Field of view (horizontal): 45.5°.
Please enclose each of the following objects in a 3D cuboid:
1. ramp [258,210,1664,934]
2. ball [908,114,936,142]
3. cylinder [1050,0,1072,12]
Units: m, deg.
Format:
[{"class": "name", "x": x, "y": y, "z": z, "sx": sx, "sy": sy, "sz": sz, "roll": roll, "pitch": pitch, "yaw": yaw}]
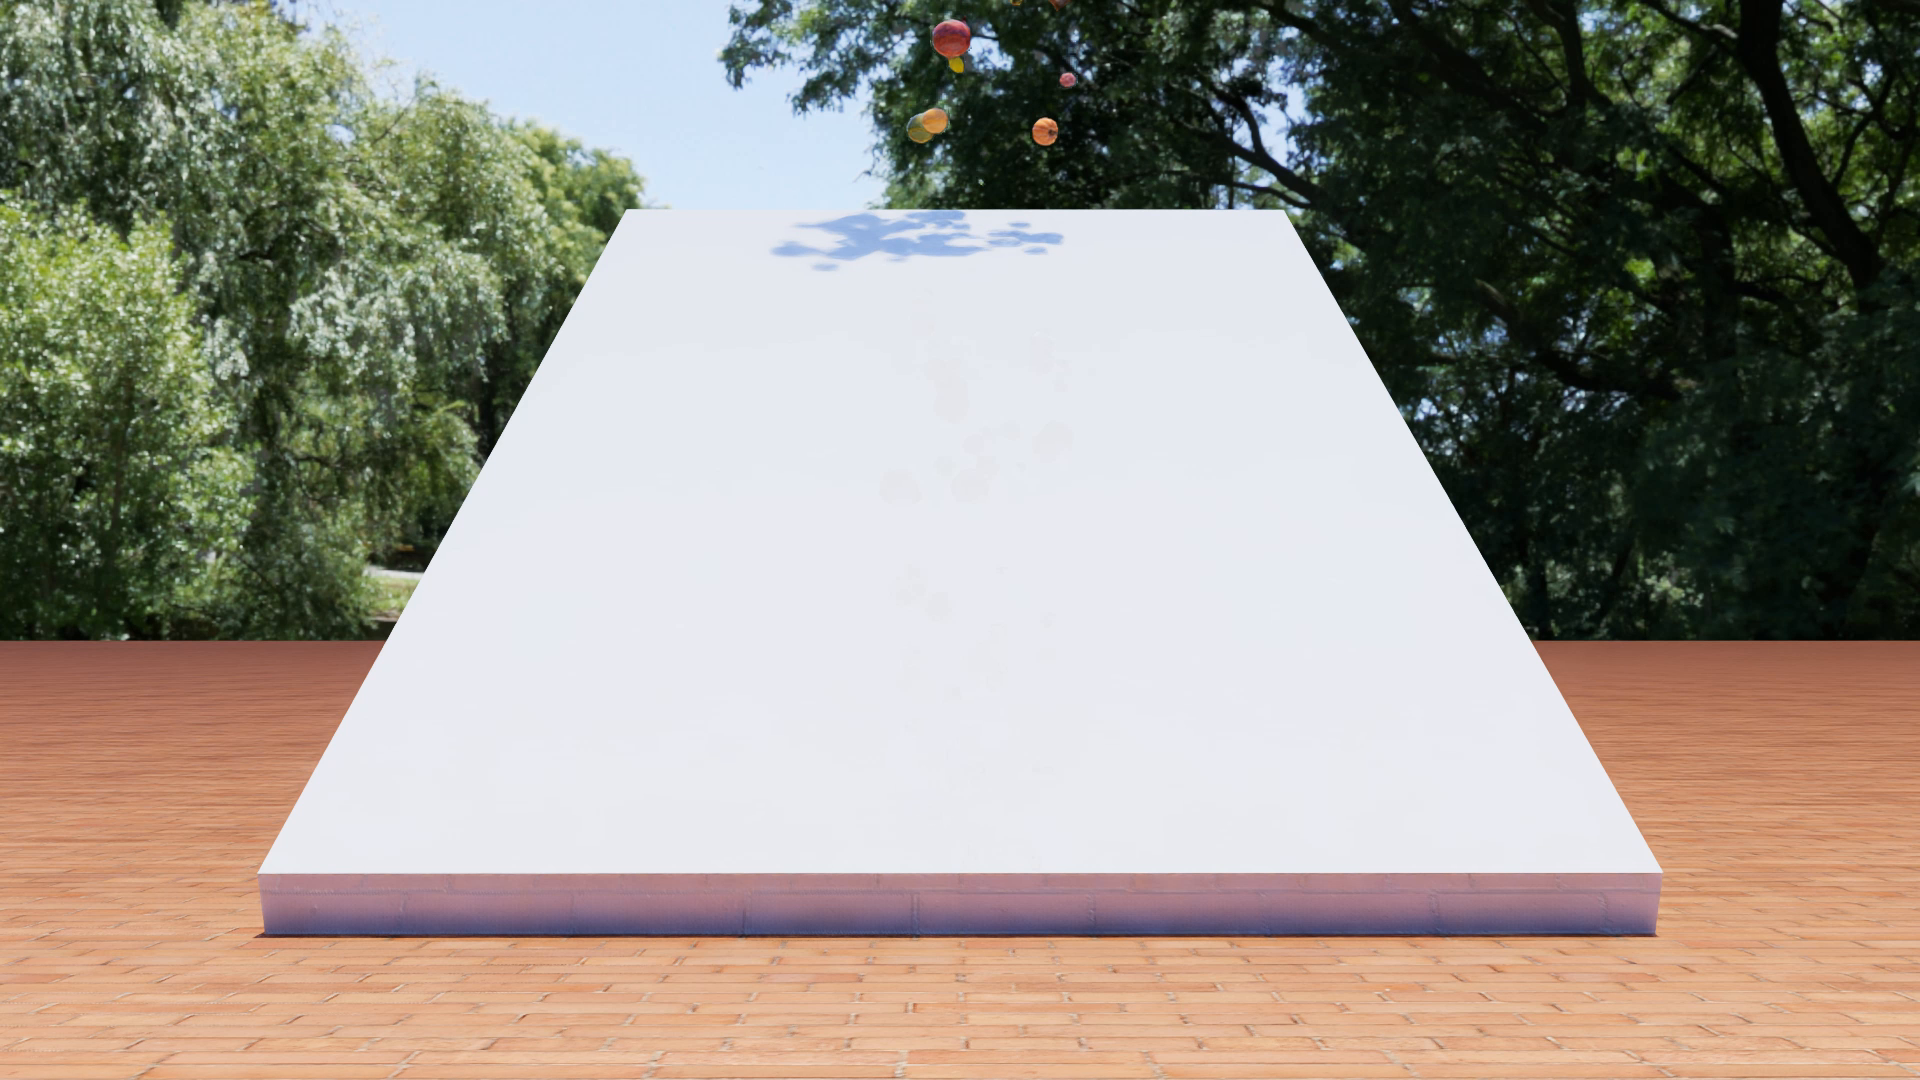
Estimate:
[{"class": "ramp", "x": -0.006, "y": -0.219, "z": 5.137, "sx": 2.000, "sy": 0.100, "sz": 4.000, "roll": 0, "pitch": 22, "yaw": 0}, {"class": "ball", "x": -0.115, "y": -1.221, "z": 6.802, "sx": 0.084, "sy": 0.084, "sz": 0.084, "roll": 0, "pitch": -2, "yaw": 0}, {"class": "cylinder", "x": 0.295, "y": -1.618, "z": 6.706, "sx": 0.099, "sy": 0.099, "sz": 0.099, "roll": -35, "pitch": 10, "yaw": 7}]
